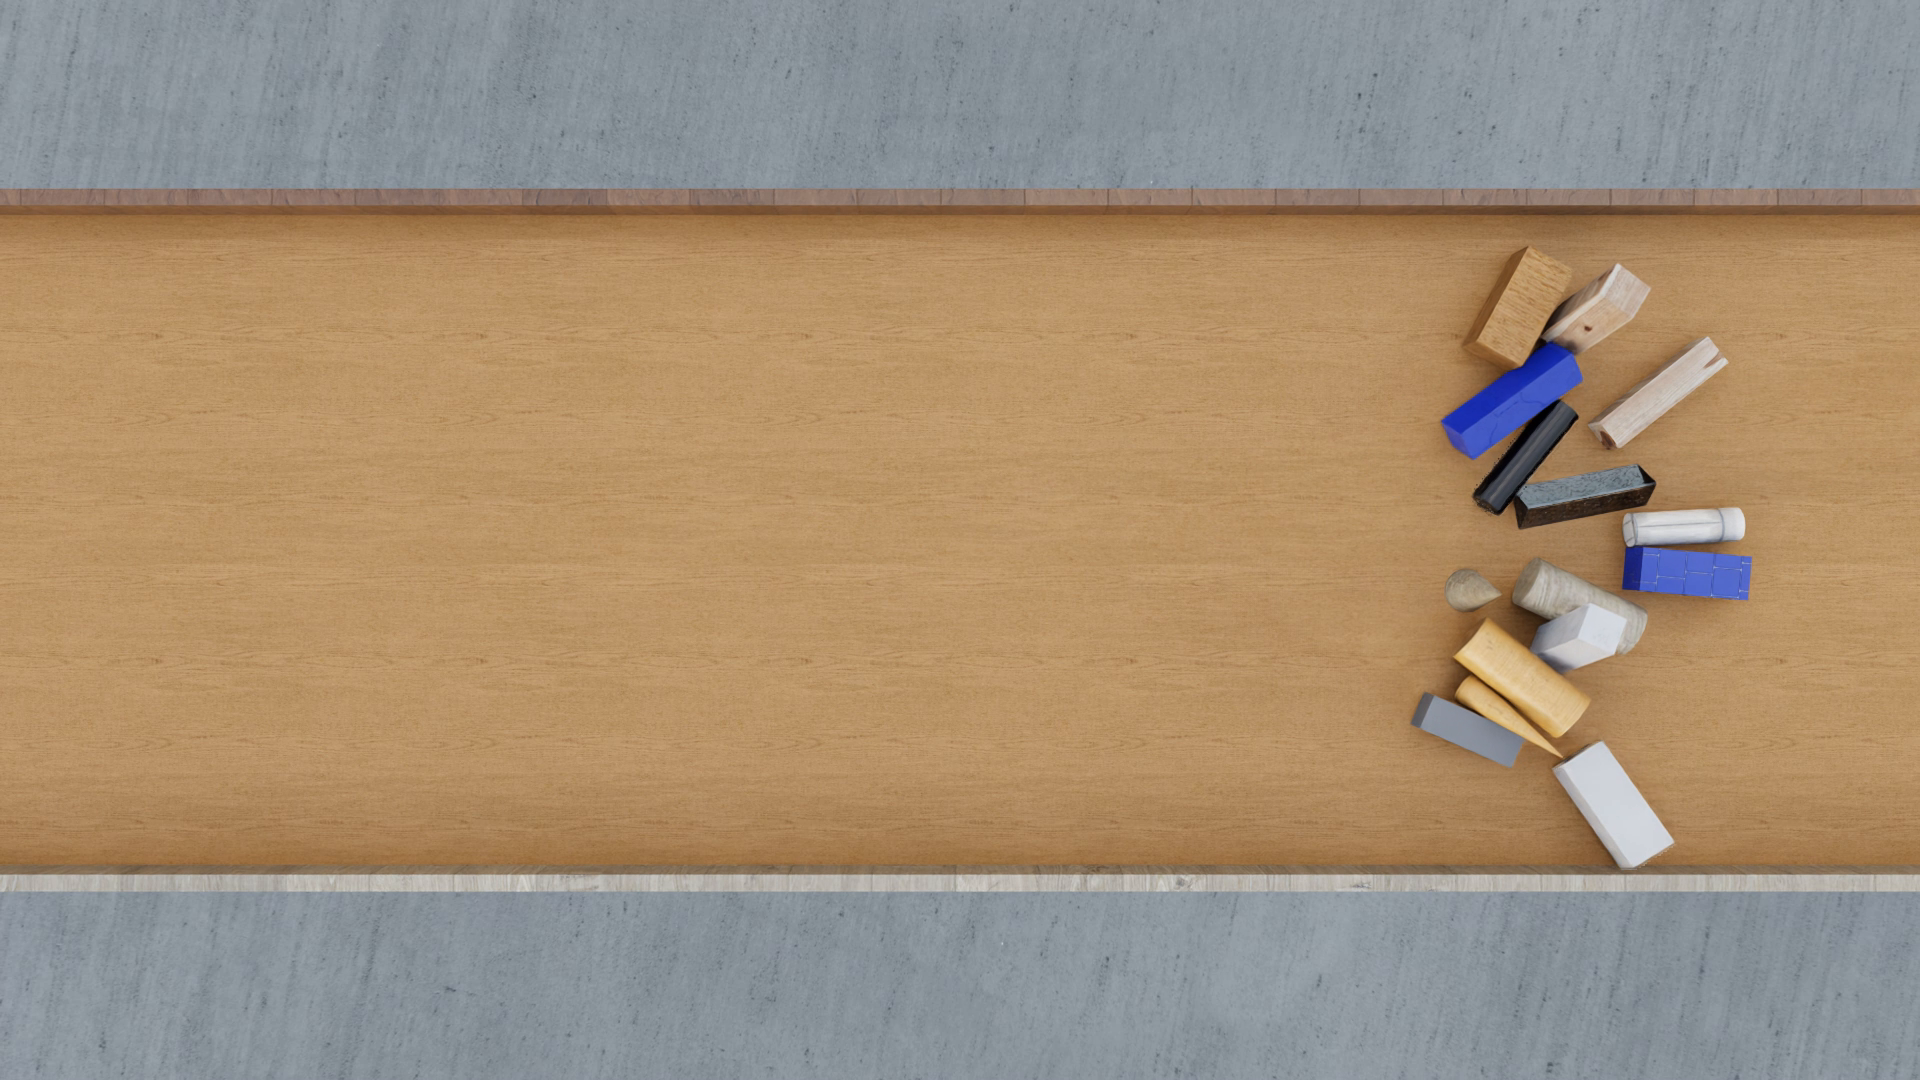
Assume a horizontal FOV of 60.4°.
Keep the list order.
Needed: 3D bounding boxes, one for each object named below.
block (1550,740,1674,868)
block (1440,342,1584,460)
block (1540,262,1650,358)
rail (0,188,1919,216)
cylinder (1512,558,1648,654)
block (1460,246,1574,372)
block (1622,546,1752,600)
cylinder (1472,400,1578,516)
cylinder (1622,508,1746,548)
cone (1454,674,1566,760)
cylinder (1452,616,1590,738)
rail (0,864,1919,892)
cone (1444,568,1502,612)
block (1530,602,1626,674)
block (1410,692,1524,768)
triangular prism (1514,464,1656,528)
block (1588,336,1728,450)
[{"bbox_3d":[1.961,0.797,4.966,0.144,0.144,0.351,-32,77,0],"label":"block"},{"bbox_3d":[1.674,-0.423,5.002,0.413,0.109,0.109,-36,120,0],"label":"block"},{"bbox_3d":[1.884,-0.676,4.904,0.124,0.322,0.124,37,70,0],"label":"block"},{"bbox_3d":[-2.247,-1.025,5.002,12.000,0.150,0.050,0,90,0],"label":"rail"},{"bbox_3d":[1.877,0.200,4.999,0.356,0.156,0.156,26,90,0],"label":"cylinder"},{"bbox_3d":[1.689,-0.700,4.998,0.156,0.156,0.327,29,90,0],"label":"block"},{"bbox_3d":[2.206,0.101,5.011,0.327,0.131,0.131,5,90,0],"label":"block"},{"bbox_3d":[1.721,-0.254,5.025,0.103,0.103,0.380,39,90,0],"label":"cylinder"},{"bbox_3d":[2.203,-0.039,5.025,0.329,0.104,0.104,-3,90,0],"label":"cylinder"},{"bbox_3d":[1.659,0.549,4.916,0.104,0.104,0.381,-49,51,0],"label":"cone"},{"bbox_3d":[1.689,0.411,4.973,0.384,0.160,0.160,39,90,7],"label":"cylinder"},{"bbox_3d":[-2.247,1.025,5.001,12.000,0.150,0.050,0,90,0],"label":"rail"},{"bbox_3d":[1.558,0.156,4.905,0.135,0.344,0.135,0,90,0],"label":"cone"},{"bbox_3d":[1.818,0.295,4.875,0.112,0.382,0.112,25,77,3],"label":"block"},{"bbox_3d":[1.545,0.578,5.022,0.301,0.108,0.108,24,90,0],"label":"block"},{"bbox_3d":[1.902,-0.134,5.018,0.395,0.111,0.128,-11,90,0],"label":"triangular prism"},{"bbox_3d":[2.124,-0.446,5.026,0.417,0.101,0.101,-38,90,0],"label":"block"}]
